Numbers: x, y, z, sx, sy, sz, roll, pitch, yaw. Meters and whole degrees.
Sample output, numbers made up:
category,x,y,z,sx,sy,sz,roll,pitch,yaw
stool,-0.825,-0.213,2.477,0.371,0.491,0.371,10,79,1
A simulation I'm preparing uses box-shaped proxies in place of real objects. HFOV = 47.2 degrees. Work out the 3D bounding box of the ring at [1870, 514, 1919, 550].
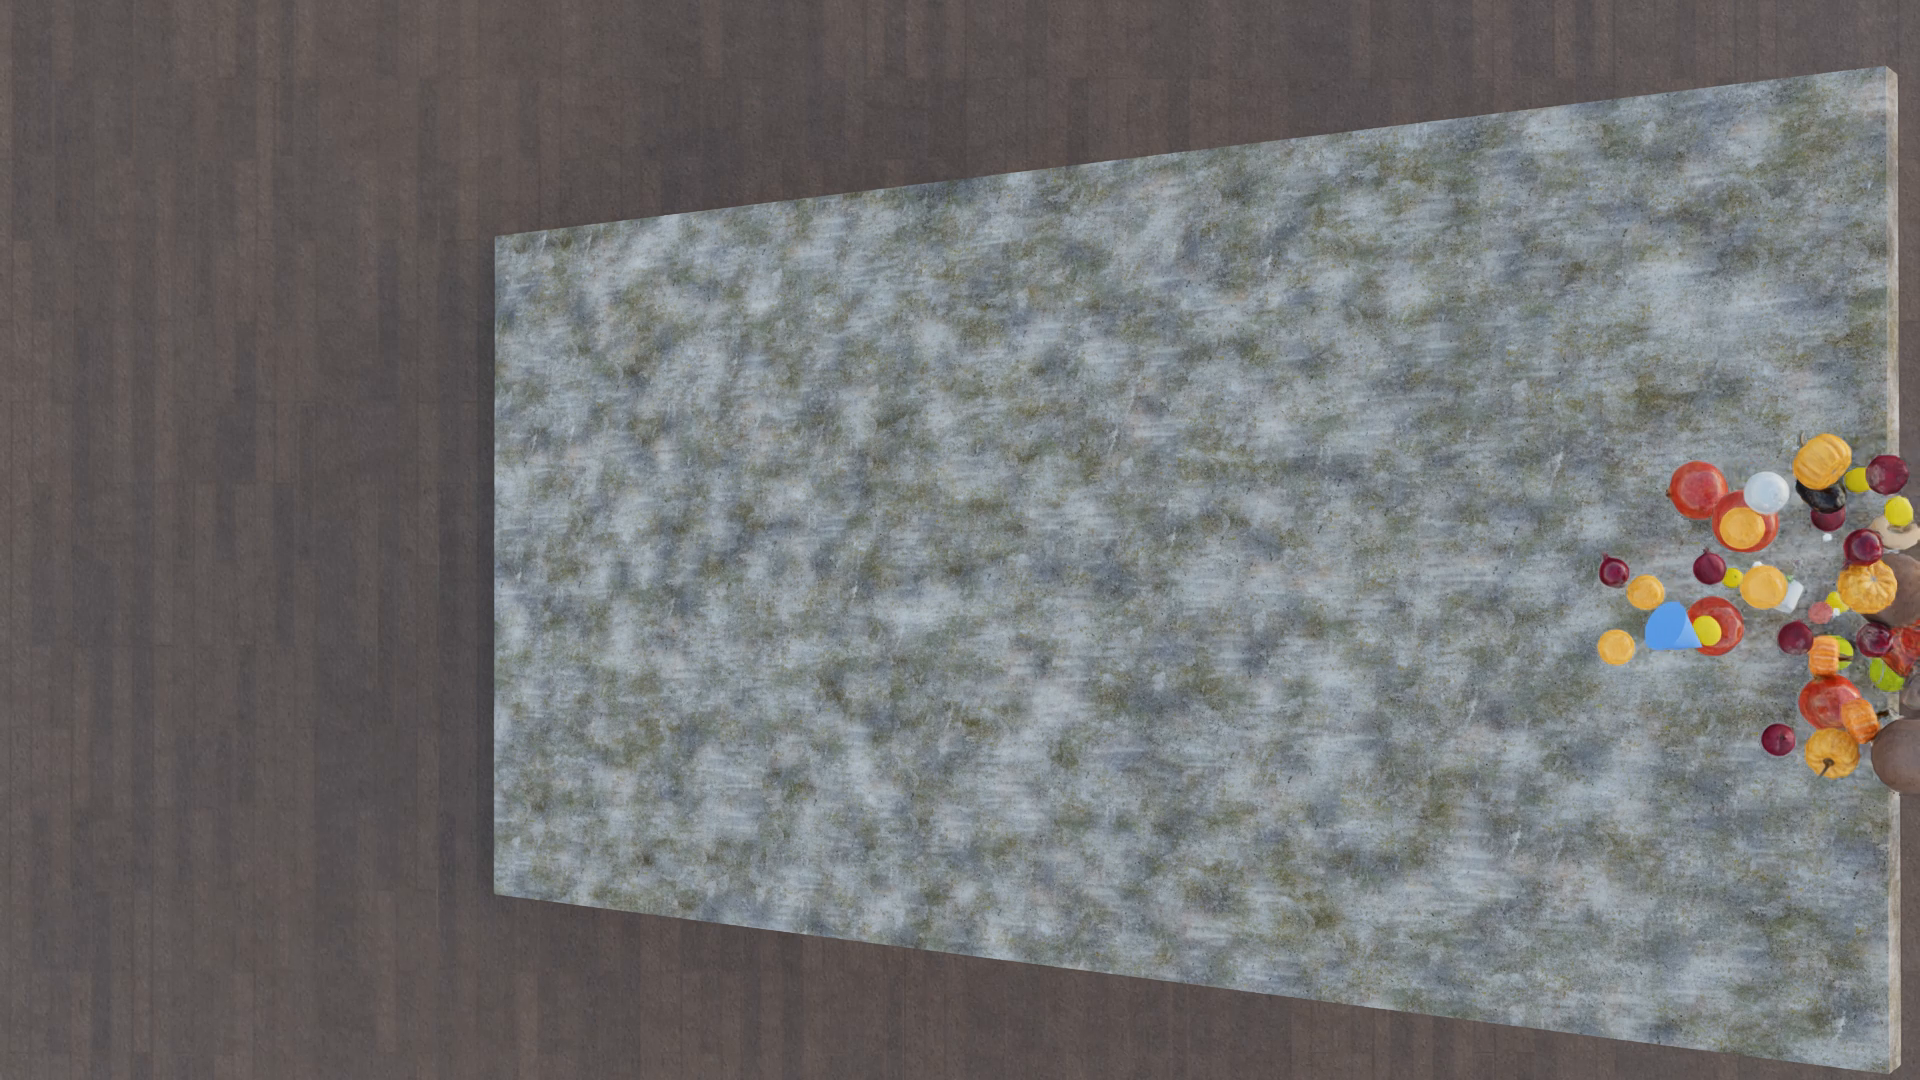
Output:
category,x,y,z,sx,sy,sz,roll,pitch,yaw
ring,1.533,-0.014,3.606,0.077,0.077,0.026,-8,133,0

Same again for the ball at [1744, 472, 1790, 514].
category,x,y,z,sx,sy,sz,roll,pitch,yaw
ball,1.352,-0.079,3.688,0.072,0.072,0.072,0,90,0

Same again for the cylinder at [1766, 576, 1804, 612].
category,x,y,z,sx,sy,sz,roll,pitch,yaw
cylinder,1.623,0.107,4.326,0.053,0.053,0.053,30,80,0

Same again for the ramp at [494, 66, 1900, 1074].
category,x,y,z,sx,sy,sz,roll,pitch,yaw
ramp,0.241,0.067,5.564,4.000,0.100,2.000,0,89,36

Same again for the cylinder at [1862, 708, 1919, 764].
category,x,y,z,sx,sy,sz,roll,pitch,yaw
cylinder,1.651,0.347,3.894,0.073,0.073,0.073,-43,66,0
